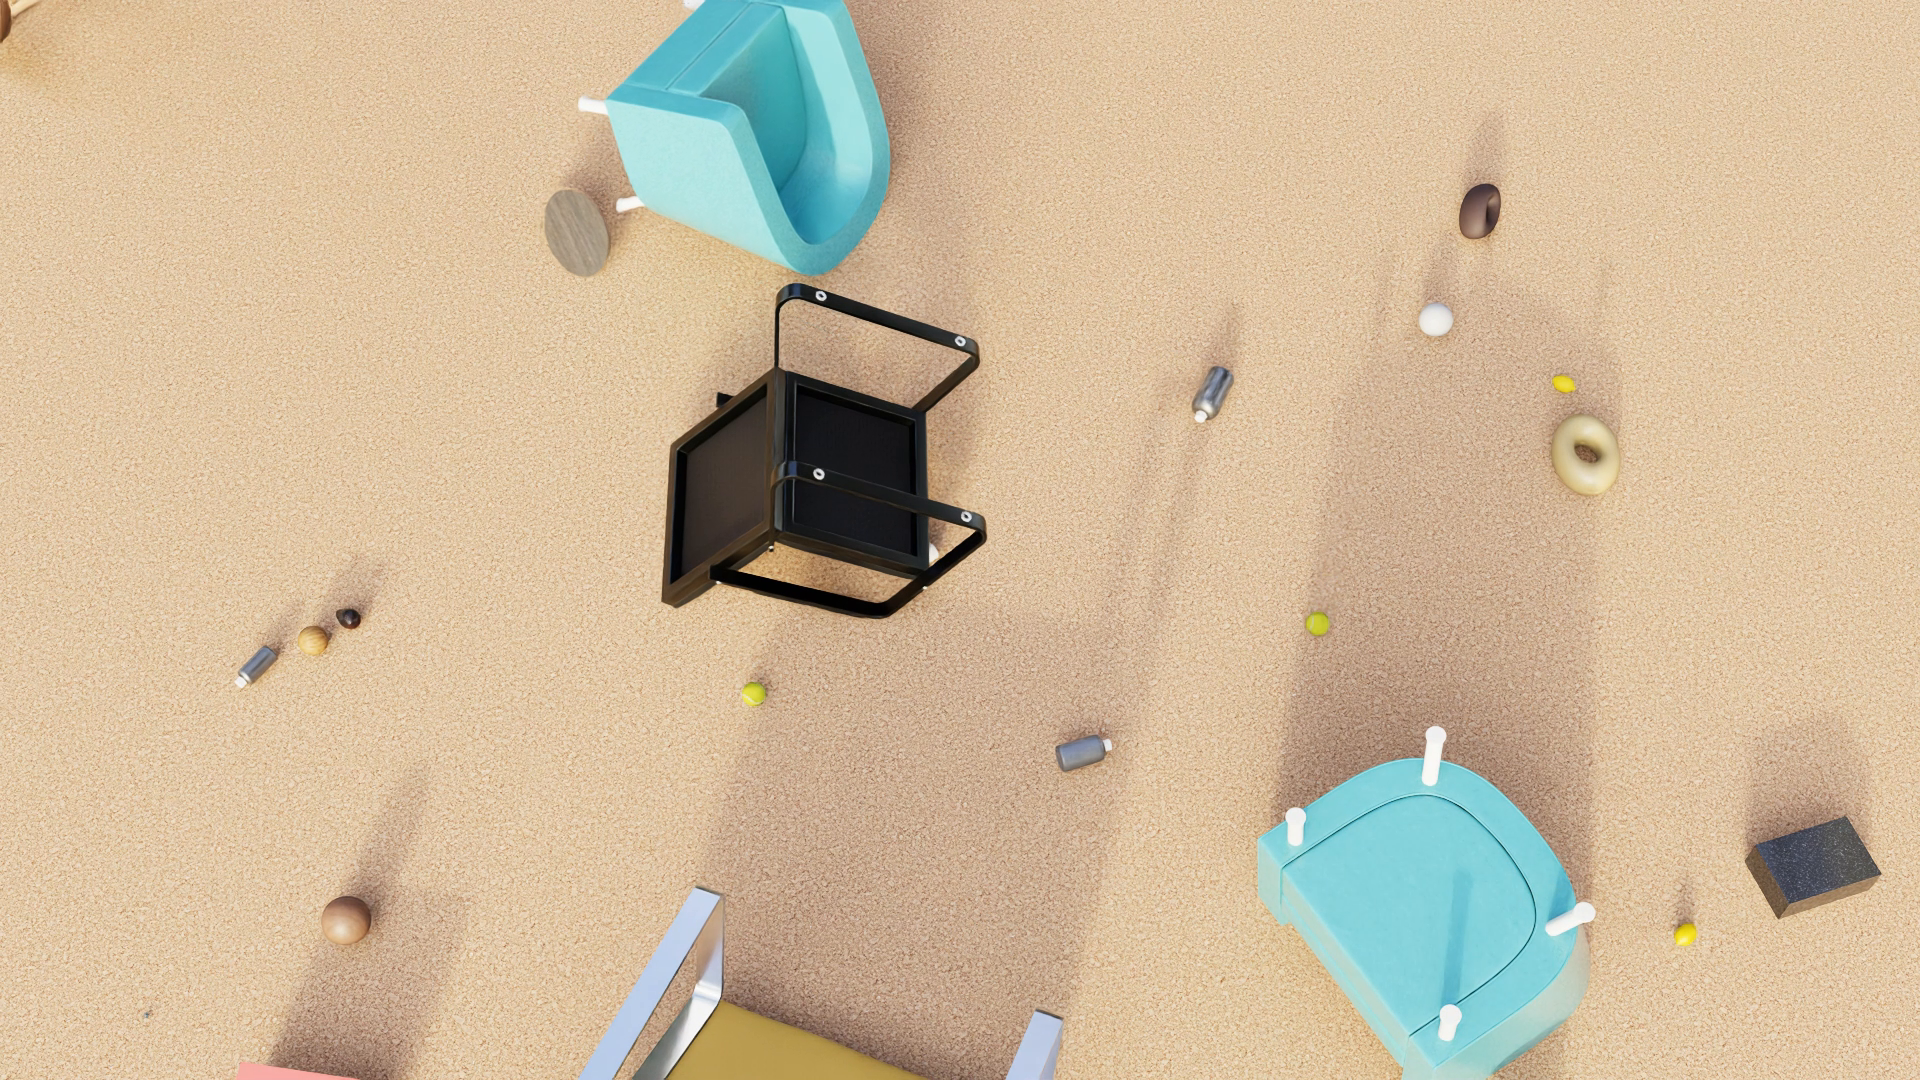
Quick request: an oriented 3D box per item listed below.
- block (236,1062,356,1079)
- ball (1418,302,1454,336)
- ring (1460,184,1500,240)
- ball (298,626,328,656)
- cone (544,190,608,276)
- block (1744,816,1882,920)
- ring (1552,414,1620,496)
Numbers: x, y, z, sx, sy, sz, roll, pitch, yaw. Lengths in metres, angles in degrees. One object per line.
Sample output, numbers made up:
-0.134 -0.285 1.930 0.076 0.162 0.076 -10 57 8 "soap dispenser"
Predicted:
-1.649 1.492 5.484 0.355 0.148 0.291 7 56 5 "block"
1.510 -0.699 6.978 0.109 0.109 0.109 0 56 0 "ball"
1.708 -1.079 7.224 0.095 0.123 0.210 0 58 41 "ring"
-1.862 0.289 6.329 0.085 0.085 0.085 0 56 0 "ball"
-1.215 -1.009 7.191 0.226 0.156 0.291 -24 92 25 "cone"
2.295 0.882 5.921 0.278 0.100 0.181 -15 57 -10 "block"
1.903 -0.261 6.687 0.204 0.105 0.283 -1 55 1 "ring"
